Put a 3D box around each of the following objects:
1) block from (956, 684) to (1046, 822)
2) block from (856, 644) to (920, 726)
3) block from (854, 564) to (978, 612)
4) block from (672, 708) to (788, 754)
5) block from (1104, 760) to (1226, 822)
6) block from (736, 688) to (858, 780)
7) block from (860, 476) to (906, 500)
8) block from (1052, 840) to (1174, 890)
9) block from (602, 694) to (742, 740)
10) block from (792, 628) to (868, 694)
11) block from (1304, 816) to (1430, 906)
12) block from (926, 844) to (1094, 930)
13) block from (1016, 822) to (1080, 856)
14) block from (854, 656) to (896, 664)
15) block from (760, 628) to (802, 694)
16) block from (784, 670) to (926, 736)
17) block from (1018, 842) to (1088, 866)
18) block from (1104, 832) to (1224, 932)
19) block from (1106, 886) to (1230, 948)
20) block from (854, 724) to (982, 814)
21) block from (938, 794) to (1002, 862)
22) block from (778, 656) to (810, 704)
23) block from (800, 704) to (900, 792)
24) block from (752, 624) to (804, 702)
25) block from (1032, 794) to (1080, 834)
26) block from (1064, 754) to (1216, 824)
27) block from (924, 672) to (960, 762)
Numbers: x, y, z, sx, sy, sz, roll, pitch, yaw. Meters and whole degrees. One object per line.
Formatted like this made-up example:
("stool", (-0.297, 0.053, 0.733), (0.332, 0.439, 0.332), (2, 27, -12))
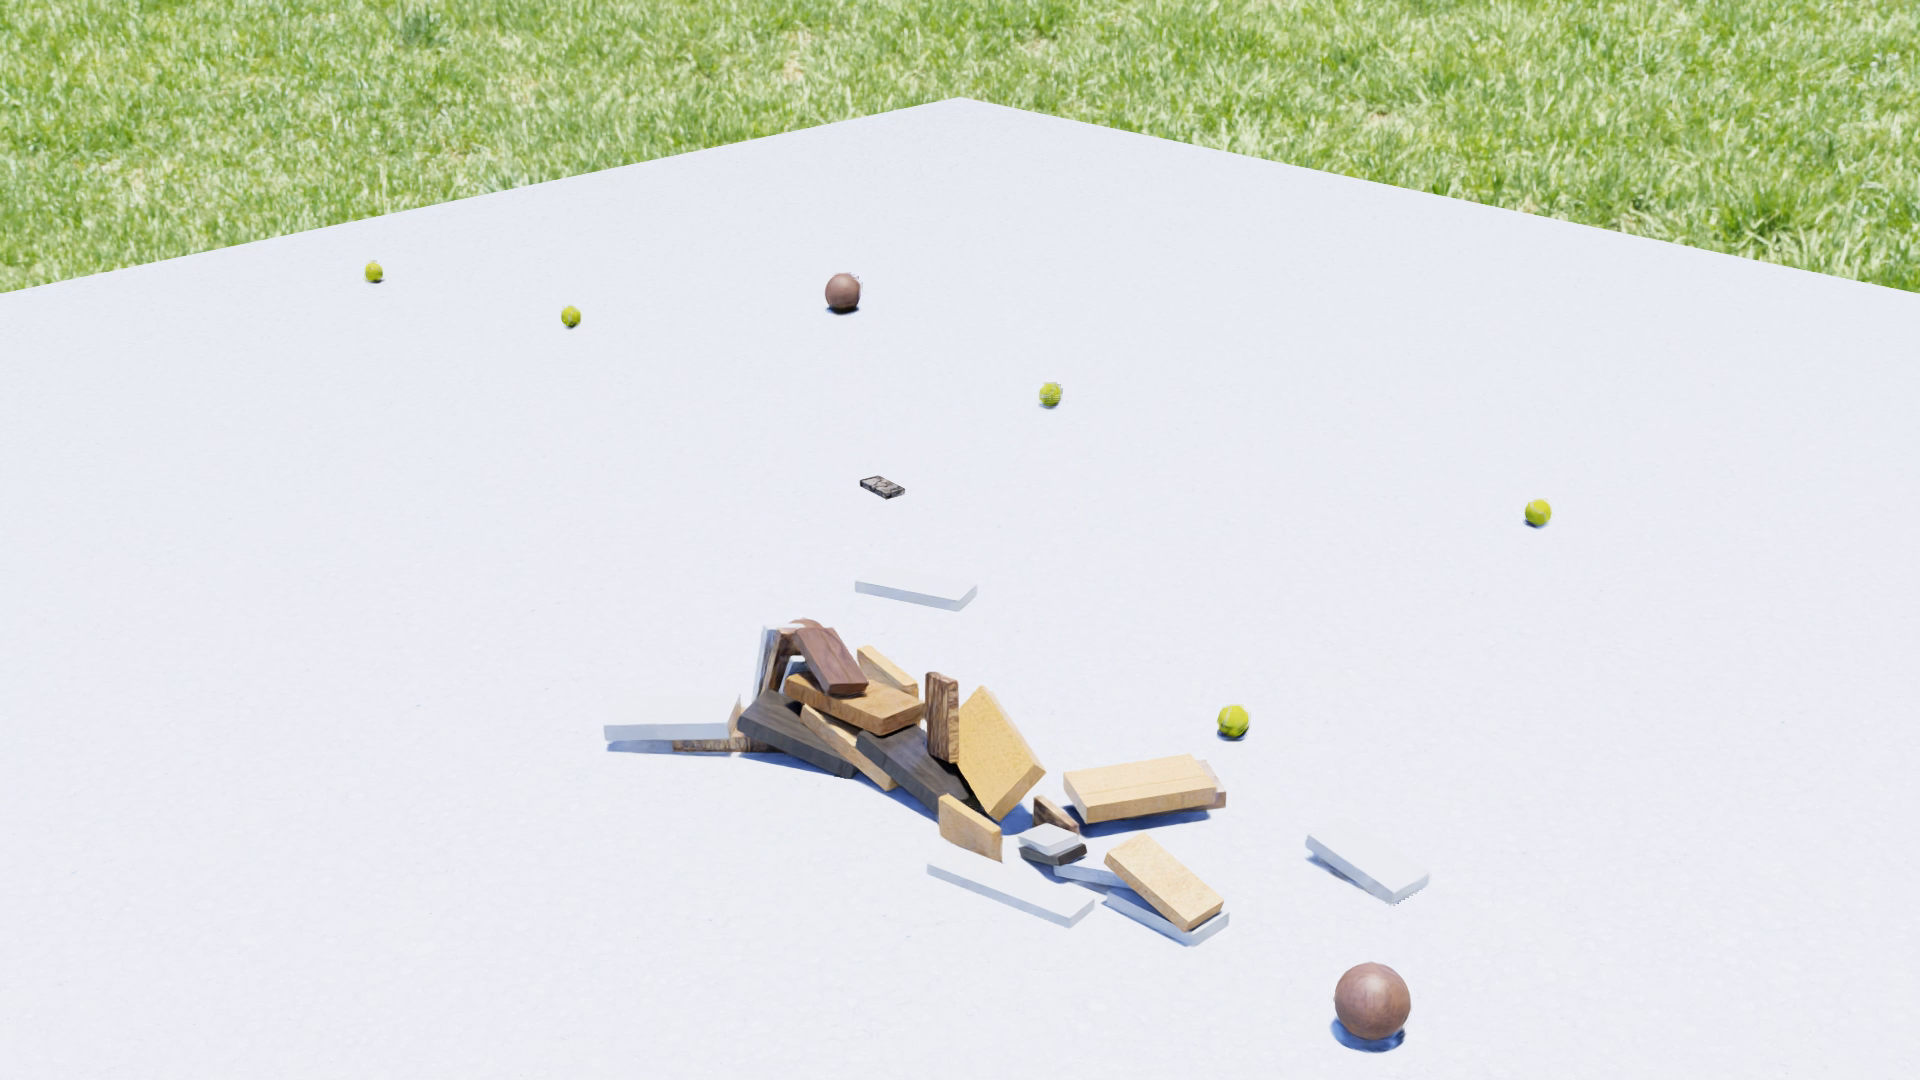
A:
("block", (0.061, 0.429, 4.453), (0.039, 0.138, 0.293), (37, 10, -35))
("block", (-0.158, 0.324, 4.856), (0.031, 0.109, 0.219), (-17, 28, -27))
("block", (-0.109, 0.119, 5.441), (0.283, 0.031, 0.109), (10, 25, 23))
("block", (-0.476, 0.409, 4.747), (0.270, 0.038, 0.135), (1, 23, 1))
("block", (0.392, 0.513, 4.502), (0.275, 0.039, 0.138), (-5, 23, -11))
("block", (-0.322, 0.409, 4.662), (0.270, 0.038, 0.135), (22, 28, 13))
("block", (-0.215, -0.146, 6.082), (0.064, 0.018, 0.129), (-17, 28, -34))
("block", (0.293, 0.622, 4.204), (0.209, 0.030, 0.104), (4, 19, 37))
("block", (-0.616, 0.380, 4.720), (0.270, 0.038, 0.135), (-2, 23, 8))
("block", (-0.274, 0.254, 4.643), (0.093, 0.026, 0.185), (-1, 37, -32))
("block", (0.784, 0.615, 4.234), (0.109, 0.031, 0.219), (-18, 37, -37))
("block", (0.094, 0.657, 4.180), (0.329, 0.024, 0.085), (16, 28, 33))
("block", (0.171, 0.581, 4.271), (0.068, 0.019, 0.136), (-19, 10, -22))
("block", (-0.215, 0.291, 5.052), (0.135, 0.018, 0.064), (-1, 23, -3))
("block", (-0.371, 0.278, 4.788), (0.093, 0.185, 0.026), (2, 26, -30))
("block", (-0.222, 0.334, 4.648), (0.275, 0.039, 0.138), (19, 24, 36))
("block", (0.180, 0.601, 4.255), (0.068, 0.019, 0.136), (-21, 11, -30))
("block", (0.377, 0.633, 4.077), (0.104, 0.030, 0.209), (-21, 48, -41))
("block", (0.387, 0.687, 4.104), (0.209, 0.030, 0.104), (21, 31, 40))
("block", (-0.072, 0.466, 4.514), (0.138, 0.039, 0.275), (-15, 40, -44))
("block", (0.020, 0.571, 4.305), (0.024, 0.085, 0.170), (-19, 29, -34))
("block", (-0.354, 0.309, 4.775), (0.064, 0.129, 0.018), (1, 35, -30))
("block", (-0.194, 0.419, 4.625), (0.275, 0.039, 0.138), (35, 33, 32))
("block", (-0.398, 0.277, 4.831), (0.093, 0.185, 0.026), (1, 18, -29))
("block", (0.189, 0.564, 4.344), (0.019, 0.068, 0.136), (-11, 25, -28))
("block", (0.361, 0.500, 4.432), (0.275, 0.039, 0.138), (-7, 25, -15))
("block", (-0.036, 0.360, 4.481), (0.024, 0.170, 0.085), (-10, 16, -33))
